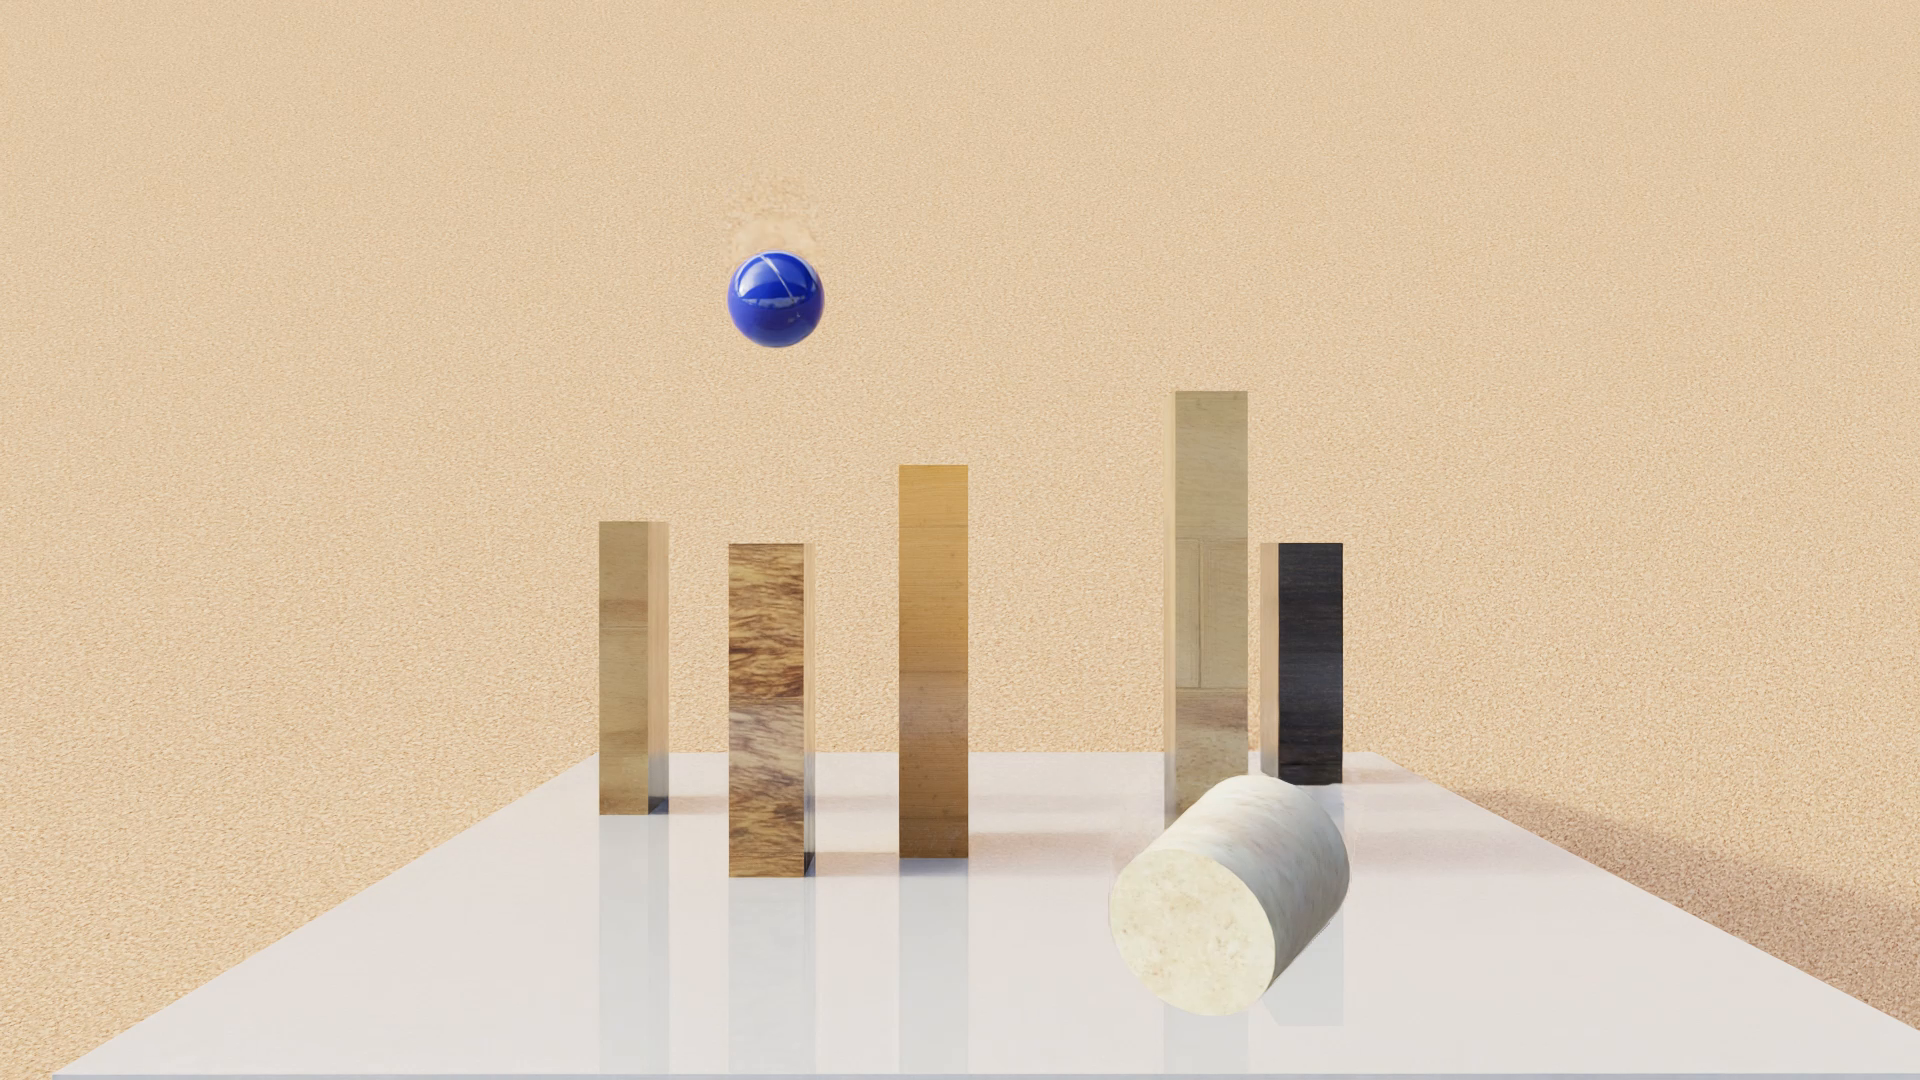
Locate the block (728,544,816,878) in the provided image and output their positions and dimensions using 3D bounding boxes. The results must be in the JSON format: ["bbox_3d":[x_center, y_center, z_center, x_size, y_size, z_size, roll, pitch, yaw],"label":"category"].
[{"bbox_3d":[-0.314,0.276,4.365,0.122,0.542,0.342,0,0,0],"label":"block"}]

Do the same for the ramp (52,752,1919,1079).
[{"bbox_3d":[0.067,0.597,4.654,2.000,0.100,4.000,0,0,0],"label":"ramp"}]

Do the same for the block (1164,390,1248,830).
[{"bbox_3d":[0.420,0.149,4.448,0.121,0.797,0.249,0,0,0],"label":"block"}]

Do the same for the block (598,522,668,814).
[{"bbox_3d":[-0.670,0.255,5.335,0.098,0.584,0.371,0,0,0],"label":"block"}]

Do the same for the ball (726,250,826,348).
[{"bbox_3d":[-0.202,-0.264,2.835,0.108,0.108,0.108,0,30,0],"label":"ball"}]

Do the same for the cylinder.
[{"bbox_3d":[0.264,0.344,2.519,0.175,0.175,0.175,17,28,27],"label":"cylinder"}]

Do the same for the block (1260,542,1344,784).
[{"bbox_3d":[0.784,0.276,5.957,0.145,0.540,0.347,0,0,0],"label":"block"}]

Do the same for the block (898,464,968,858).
[{"bbox_3d":[-0.045,0.209,4.636,0.119,0.676,0.377,0,0,0],"label":"block"}]
